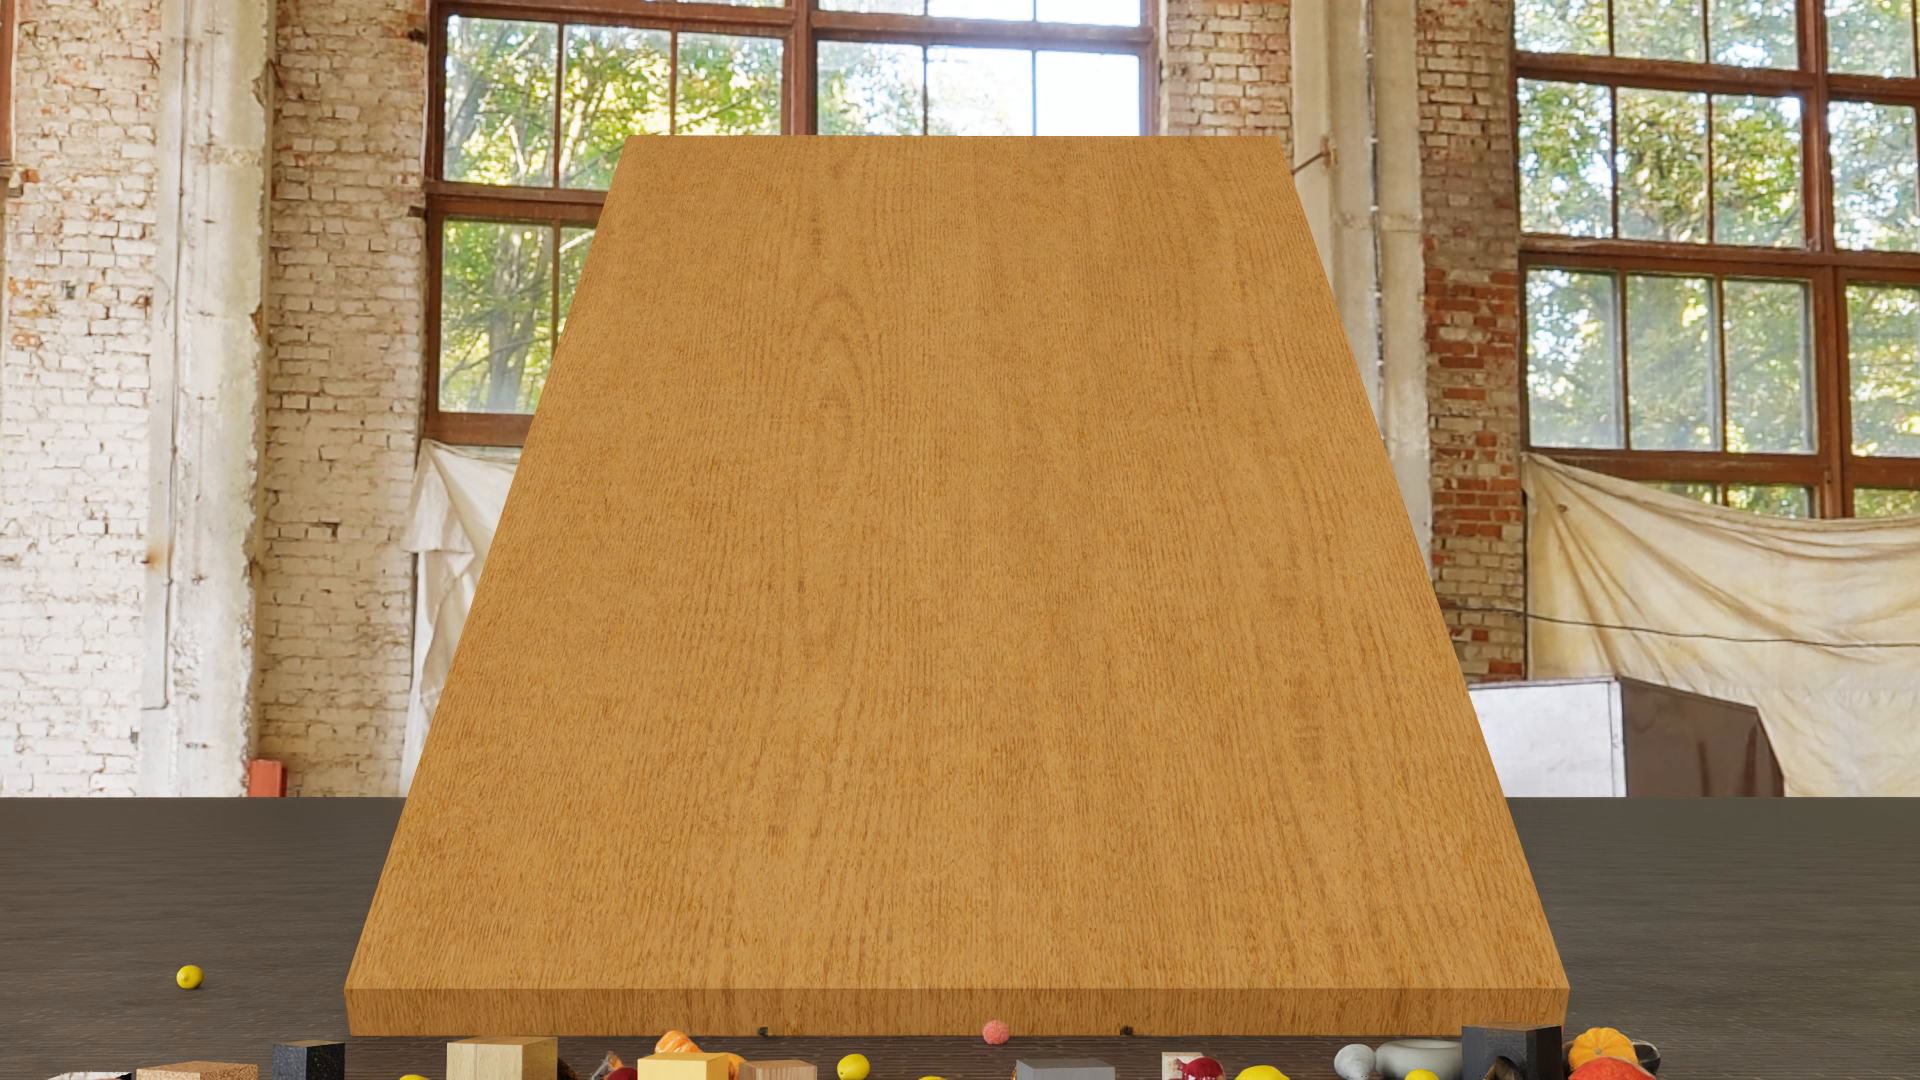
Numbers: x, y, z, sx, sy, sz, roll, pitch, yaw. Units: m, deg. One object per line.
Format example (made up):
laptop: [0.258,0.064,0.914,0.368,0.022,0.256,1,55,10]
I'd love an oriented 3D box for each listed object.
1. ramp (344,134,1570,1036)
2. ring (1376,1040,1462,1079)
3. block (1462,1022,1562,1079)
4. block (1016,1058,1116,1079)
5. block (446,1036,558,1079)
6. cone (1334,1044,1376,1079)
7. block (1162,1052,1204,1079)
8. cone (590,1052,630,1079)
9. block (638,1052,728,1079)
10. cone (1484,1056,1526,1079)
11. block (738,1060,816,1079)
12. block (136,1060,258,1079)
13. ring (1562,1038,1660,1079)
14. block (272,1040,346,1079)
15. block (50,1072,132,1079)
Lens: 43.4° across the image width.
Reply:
ramp: [-0.013,-0.213,5.692,2.000,0.100,4.000,0,30,0]
ring: [0.656,0.732,3.384,0.147,0.049,0.147,0,-5,0]
block: [0.727,0.687,3.169,0.094,0.094,0.094,-5,-8,42]
block: [0.120,0.642,2.738,0.094,0.094,0.094,1,-6,-10]
block: [-0.558,0.661,2.940,0.099,0.099,0.099,-2,-6,16]
cone: [0.551,0.737,3.327,0.059,0.059,0.059,0,21,-2]
block: [0.298,0.713,3.215,0.052,0.052,0.052,0,-6,1]
cone: [-0.475,0.719,3.165,0.067,0.067,0.067,-27,-8,3]
block: [-0.332,0.662,2.889,0.085,0.085,0.085,-1,-6,13]
cone: [0.681,0.710,3.095,0.072,0.072,0.072,-37,-27,32]
block: [-0.220,0.668,2.899,0.075,0.075,0.075,2,-6,-22]
block: [-0.860,0.641,2.715,0.092,0.092,0.092,-3,-7,26]
ring: [0.921,0.737,3.423,0.143,0.048,0.143,-1,-6,0]
block: [-0.871,0.706,3.222,0.066,0.066,0.066,-4,-7,34]
block: [-1.013,0.660,2.802,0.072,0.072,0.072,0,-6,0]
